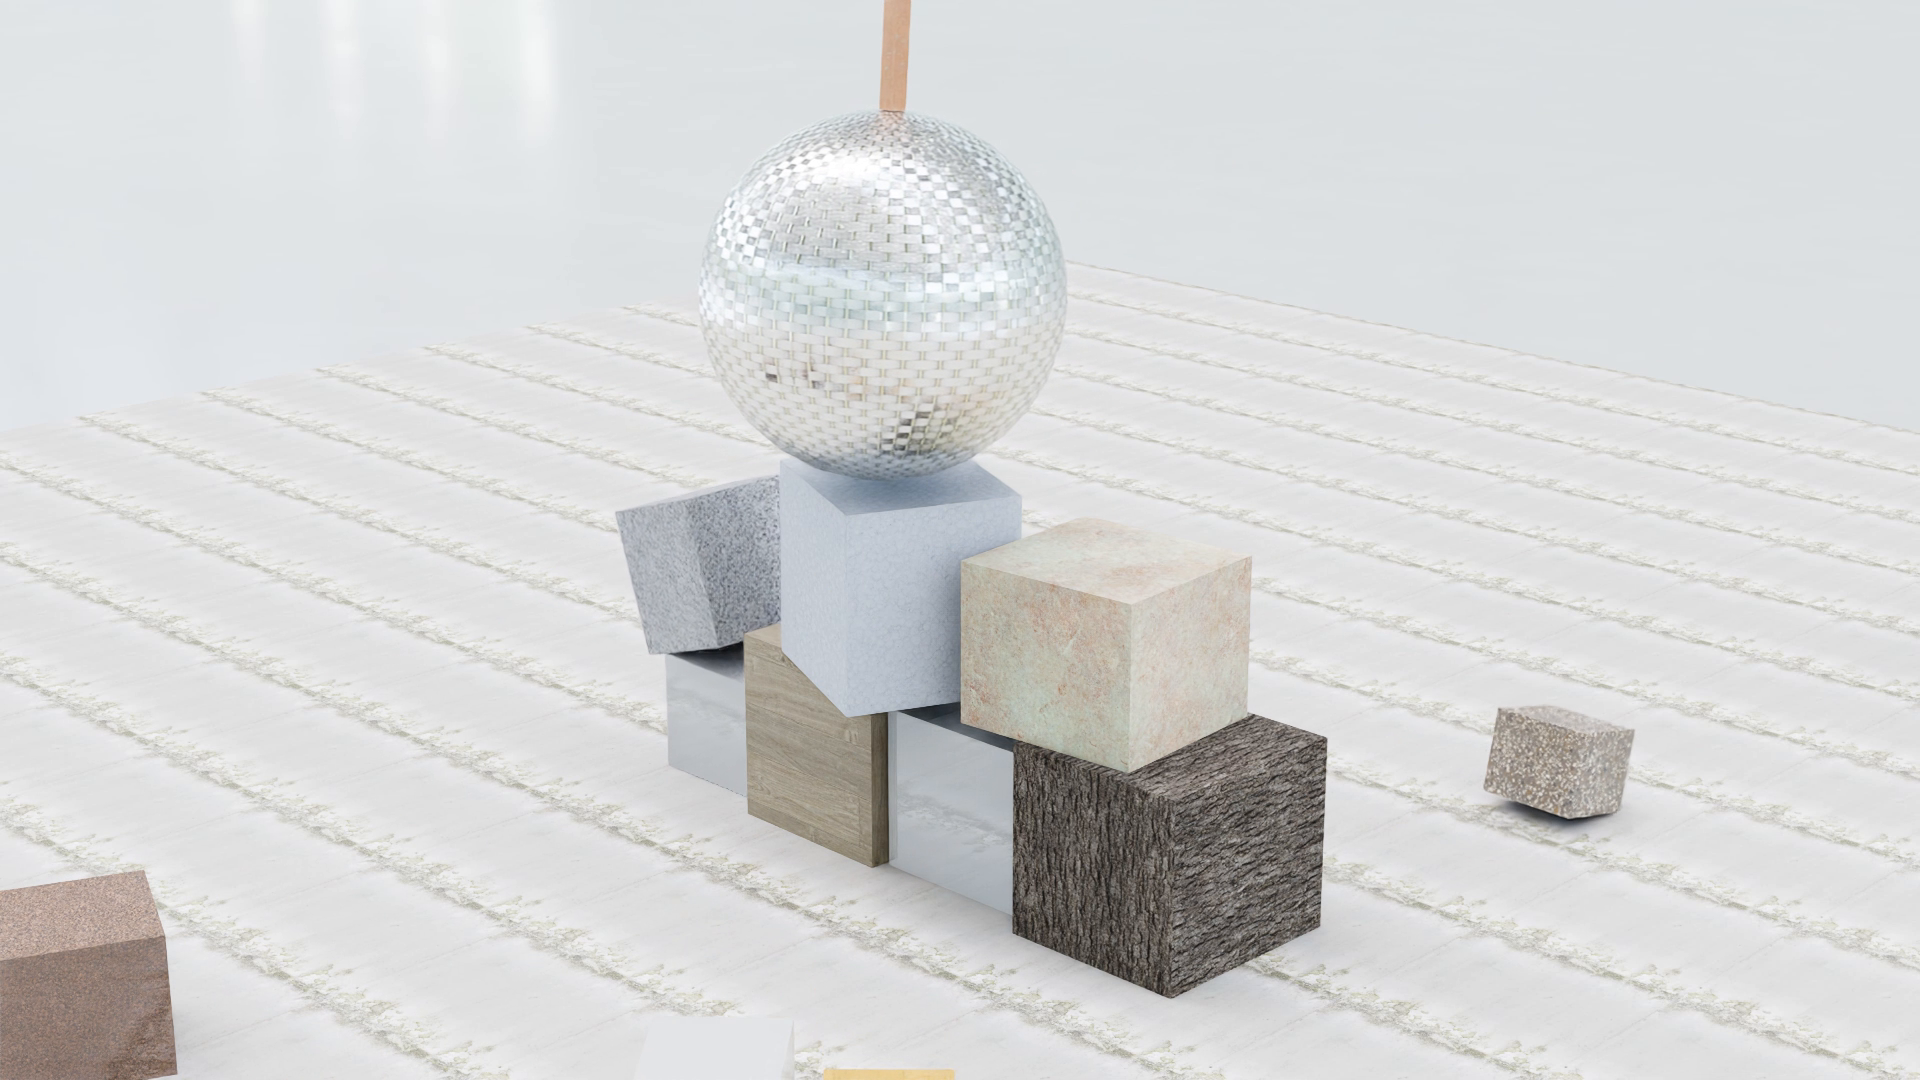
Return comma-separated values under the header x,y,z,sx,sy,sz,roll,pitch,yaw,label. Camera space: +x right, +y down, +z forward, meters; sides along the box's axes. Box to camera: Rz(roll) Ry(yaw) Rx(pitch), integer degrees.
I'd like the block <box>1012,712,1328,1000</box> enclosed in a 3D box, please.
x,y,z,sx,sy,sz,roll,pitch,yaw,label
0.909,1.289,12.756,0.917,0.892,1.004,17,24,42,block

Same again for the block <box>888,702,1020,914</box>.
x,y,z,sx,sy,sz,roll,pitch,yaw,label
0.276,1.145,13.408,0.916,0.775,0.792,17,24,42,block

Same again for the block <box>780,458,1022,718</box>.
x,y,z,sx,sy,sz,roll,pitch,yaw,label
-0.278,0.160,13.230,0.819,0.928,0.887,-7,20,-21,block

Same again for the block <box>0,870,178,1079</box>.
x,y,z,sx,sy,sz,roll,pitch,yaw,label
-3.534,1.772,11.701,0.672,0.603,0.676,-7,19,-21,block

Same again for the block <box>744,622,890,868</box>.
x,y,z,sx,sy,sz,roll,pitch,yaw,label
-0.413,0.893,13.972,0.833,0.919,0.896,-16,23,-41,block

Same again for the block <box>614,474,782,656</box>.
x,y,z,sx,sy,sz,roll,pitch,yaw,label
-1.172,0.113,14.634,0.710,0.738,0.664,-16,5,-37,block

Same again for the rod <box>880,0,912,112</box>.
x,y,z,sx,sy,sz,roll,pitch,yaw,label
-0.144,-4.345,11.826,0.080,5.200,0.080,17,19,42,rod

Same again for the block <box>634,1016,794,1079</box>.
x,y,z,sx,sy,sz,roll,pitch,yaw,label
-0.884,2.125,10.604,0.519,0.587,0.588,1,17,3,block

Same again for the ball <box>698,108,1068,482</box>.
x,y,z,sx,sy,sz,roll,pitch,yaw,label
-0.332,-1.055,12.663,1.600,1.600,1.600,0,17,0,ball

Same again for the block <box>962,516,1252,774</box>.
x,y,z,sx,sy,sz,roll,pitch,yaw,label
0.634,0.433,12.748,0.915,0.745,0.868,14,22,38,block

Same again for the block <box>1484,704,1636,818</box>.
x,y,z,sx,sy,sz,roll,pitch,yaw,label
2.888,1.060,14.136,0.492,0.414,0.451,17,12,43,block

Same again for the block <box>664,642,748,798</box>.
x,y,z,sx,sy,sz,roll,pitch,yaw,label
-0.981,0.861,14.617,0.634,0.592,0.739,-17,24,-42,block

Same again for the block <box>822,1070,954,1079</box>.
x,y,z,sx,sy,sz,roll,pitch,yaw,label
-0.257,2.228,10.461,0.475,0.476,0.520,0,17,0,block
